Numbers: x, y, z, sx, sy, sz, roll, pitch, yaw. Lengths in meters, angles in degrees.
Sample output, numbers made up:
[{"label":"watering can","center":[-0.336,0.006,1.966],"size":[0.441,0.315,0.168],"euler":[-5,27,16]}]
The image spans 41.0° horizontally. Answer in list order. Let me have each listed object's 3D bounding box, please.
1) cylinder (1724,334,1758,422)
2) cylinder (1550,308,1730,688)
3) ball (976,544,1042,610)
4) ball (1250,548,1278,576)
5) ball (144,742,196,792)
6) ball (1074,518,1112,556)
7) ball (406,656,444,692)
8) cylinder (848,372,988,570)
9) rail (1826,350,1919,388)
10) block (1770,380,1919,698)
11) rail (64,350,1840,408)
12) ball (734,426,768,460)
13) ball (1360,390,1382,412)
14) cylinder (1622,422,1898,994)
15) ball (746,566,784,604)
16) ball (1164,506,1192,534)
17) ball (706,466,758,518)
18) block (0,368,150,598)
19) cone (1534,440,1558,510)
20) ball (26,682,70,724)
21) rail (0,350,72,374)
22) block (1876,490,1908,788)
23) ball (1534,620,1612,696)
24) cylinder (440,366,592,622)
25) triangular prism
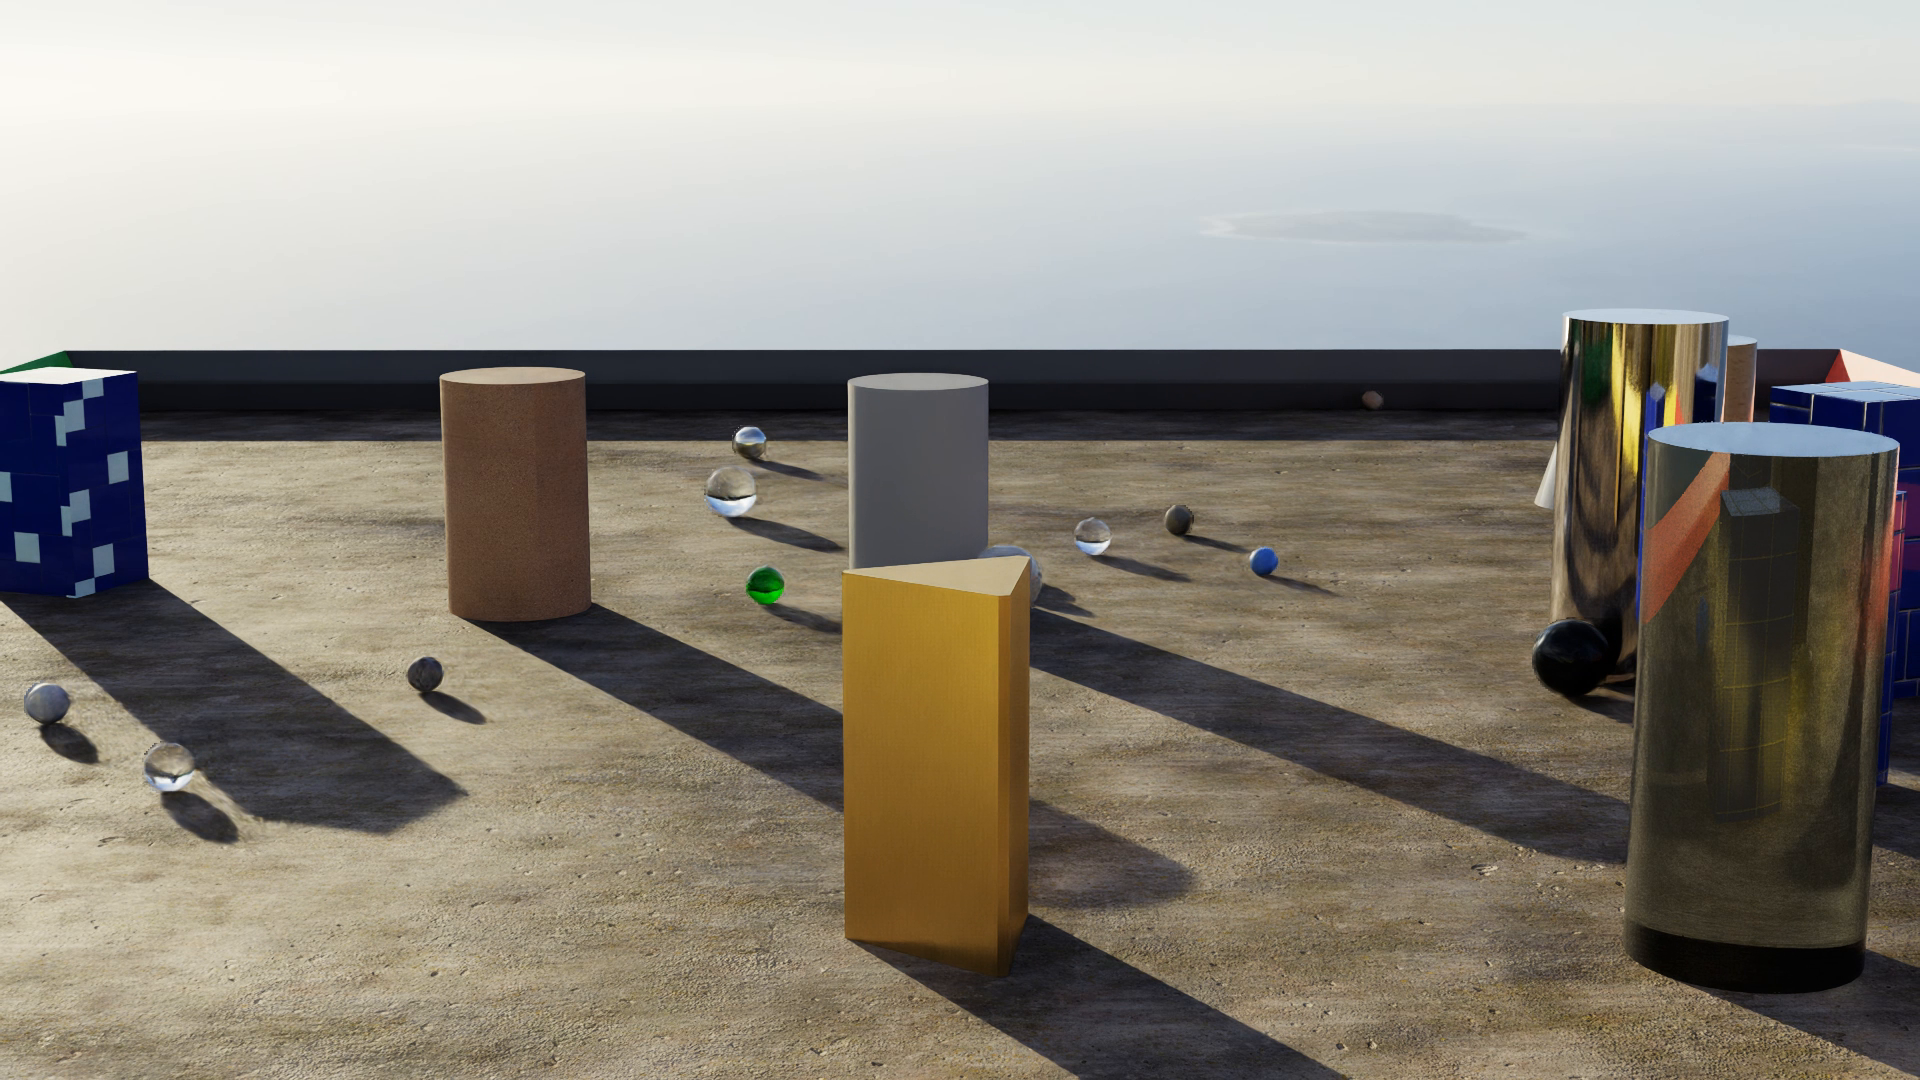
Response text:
[{"label":"cylinder","center":[0.973,-0.094,3.486],"size":[0.192,0.361,0.192],"euler":[0,11,0]},{"label":"cylinder","center":[0.813,-0.054,3.085],"size":[0.192,0.430,0.192],"euler":[0,11,0]},{"label":"ball","center":[0.061,0.053,3.419],"size":[0.096,0.096,0.096],"euler":[0,11,0]},{"label":"ball","center":[0.436,0.031,3.690],"size":[0.041,0.041,0.041],"euler":[0,11,0]},{"label":"ball","center":[-0.800,0.230,2.595],"size":[0.050,0.050,0.050],"euler":[0,11,0]},{"label":"ball","center":[0.198,-0.005,3.841],"size":[0.056,0.056,0.056],"euler":[0,11,0]},{"label":"ball","center":[-0.627,0.157,3.010],"size":[0.042,0.042,0.042],"euler":[0,11,0]},{"label":"cylinder","center":[-0.057,-0.069,3.524],"size":[0.192,0.299,0.192],"euler":[0,11,0]},{"label":"rail","center":[1.865,0.030,3.460],"size":[0.045,0.125,4.100],"euler":[0,11,0]},{"label":"block","center":[1.057,-0.001,3.015],"size":[0.154,0.350,0.154],"euler":[-5,12,-25]},{"label":"rail","center":[-0.012,-0.338,5.441],"size":[3.778,0.125,0.045],"euler":[0,11,0]},{"label":"ball","center":[-0.389,-0.180,4.766],"size":[0.062,0.062,0.062],"euler":[0,11,0]},{"label":"ball","center":[0.871,-0.294,5.432],"size":[0.043,0.043,0.043],"euler":[0,11,0]},{"label":"cylinder","center":[0.648,0.131,2.088],"size":[0.192,0.431,0.192],"euler":[0,11,0]},{"label":"ball","center":[-0.265,0.061,3.495],"size":[0.052,0.052,0.052],"euler":[0,11,0]},{"label":"ball","center":[0.341,-0.030,4.013],"size":[0.043,0.043,0.043],"euler":[0,11,0]},{"label":"ball","center":[-0.371,-0.079,4.165],"size":[0.083,0.083,0.083],"euler":[0,11,0]},{"label":"block","center":[-1.262,-0.084,3.608],"size":[0.154,0.297,0.154],"euler":[4,11,21]},{"label":"cone","center":[1.059,-0.214,4.263],"size":[0.192,0.313,0.192],"euler":[0,11,0]},{"label":"ball","center":[-1.018,0.182,2.862],"size":[0.046,0.046,0.046],"euler":[0,11,0]},{"label":"rail","center":[-1.865,0.034,3.439],"size":[0.045,0.125,4.100],"euler":[0,11,0]},{"label":"block","center":[0.843,0.101,2.601],"size":[0.154,0.302,0.154],"euler":[10,14,43]},{"label":"ball","center":[0.713,0.137,2.988],"size":[0.089,0.089,0.089],"euler":[0,11,0]},{"label":"cylinder","center":[-0.597,-0.065,3.454],"size":[0.192,0.315,0.192],"euler":[0,11,0]},{"label":"triangular prism","center":[0.012,0.179,2.147],"size":[0.166,0.314,0.144],"euler":[8,13,36]}]
